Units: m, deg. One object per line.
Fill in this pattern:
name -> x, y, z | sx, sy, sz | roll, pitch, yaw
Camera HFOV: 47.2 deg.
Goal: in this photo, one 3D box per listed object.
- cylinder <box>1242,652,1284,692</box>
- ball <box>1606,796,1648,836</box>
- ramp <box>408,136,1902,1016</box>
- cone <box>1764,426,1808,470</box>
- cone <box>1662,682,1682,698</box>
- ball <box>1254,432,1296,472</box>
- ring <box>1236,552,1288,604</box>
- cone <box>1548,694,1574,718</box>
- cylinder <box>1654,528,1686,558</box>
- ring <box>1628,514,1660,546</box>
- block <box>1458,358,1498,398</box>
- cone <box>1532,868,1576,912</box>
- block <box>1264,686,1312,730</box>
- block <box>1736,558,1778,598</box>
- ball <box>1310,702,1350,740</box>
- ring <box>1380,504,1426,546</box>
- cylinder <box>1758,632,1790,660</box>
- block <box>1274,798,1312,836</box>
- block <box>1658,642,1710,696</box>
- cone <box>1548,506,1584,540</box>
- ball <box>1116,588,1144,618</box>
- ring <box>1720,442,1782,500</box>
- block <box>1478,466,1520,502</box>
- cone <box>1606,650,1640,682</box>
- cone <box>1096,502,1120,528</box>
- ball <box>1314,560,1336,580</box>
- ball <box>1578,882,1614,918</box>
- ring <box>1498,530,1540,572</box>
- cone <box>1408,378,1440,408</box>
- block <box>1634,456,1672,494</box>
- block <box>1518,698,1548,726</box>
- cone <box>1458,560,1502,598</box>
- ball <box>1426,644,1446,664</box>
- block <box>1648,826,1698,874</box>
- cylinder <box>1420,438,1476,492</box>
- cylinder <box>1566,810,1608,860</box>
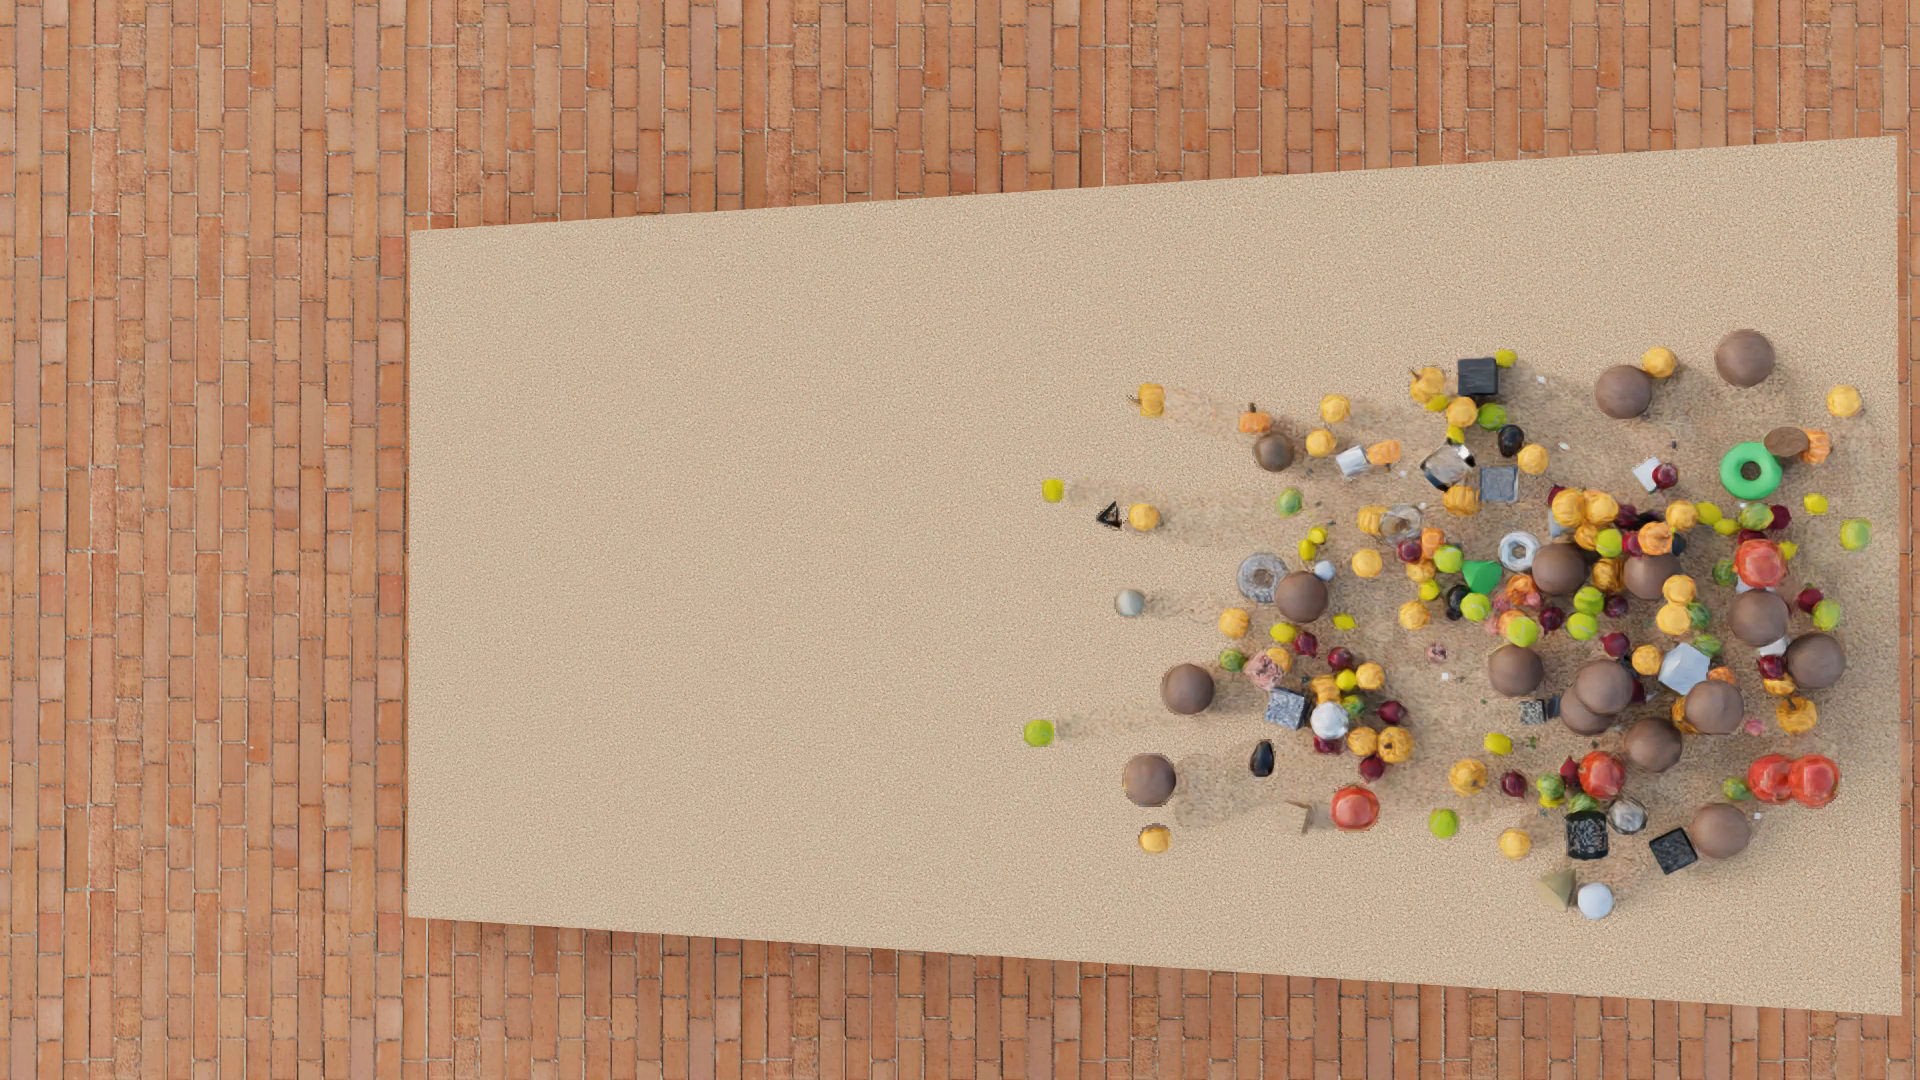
cylinder -> 0.746, 0.324, 5.403 | 0.071, 0.071, 0.071 | -45, 96, -1
ball -> 1.548, 0.641, 5.102 | 0.091, 0.091, 0.091 | 0, 89, 0
ramp -> 0.282, 0.088, 5.751 | 4.000, 0.100, 2.000 | 0, 89, 21
cone -> 1.899, -0.192, 5.051 | 0.096, 0.096, 0.096 | -23, 132, 0
cone -> 1.686, 0.324, 5.148 | 0.062, 0.062, 0.062 | -42, 89, -2
ball -> 0.782, -0.218, 5.459 | 0.100, 0.100, 0.100 | 0, 89, 0
ring -> 0.756, 0.094, 5.494 | 0.134, 0.045, 0.134 | 0, 89, 21
cone -> 1.440, 0.404, 5.240 | 0.059, 0.059, 0.059 | 16, 89, -7
cylinder -> 1.660, 0.007, 5.140 | 0.053, 0.053, 0.053 | 34, 89, -2
ring -> 1.612, -0.025, 5.182 | 0.075, 0.025, 0.075 | -2, 86, 22
block -> 1.247, -0.391, 5.294 | 0.084, 0.084, 0.084 | -3, 88, 21
cone -> 1.434, 0.812, 5.228 | 0.099, 0.099, 0.099 | -42, 89, -13
block -> 0.813, 0.417, 5.447 | 0.083, 0.083, 0.083 | 18, 96, 21
block -> 1.838, 0.088, 5.067 | 0.079, 0.079, 0.079 | 13, 94, 20
ball -> 0.898, 0.438, 5.333 | 0.094, 0.094, 0.094 | 0, 89, 0
ring -> 1.070, -0.036, 5.316 | 0.115, 0.038, 0.115 | -4, 119, -7
cylinder -> 1.873, 0.245, 5.056 | 0.060, 0.060, 0.060 | 2, 94, 31
block -> 0.827, 0.686, 5.448 | 0.067, 0.067, 0.067 | 15, 94, 20
block -> 1.677, 0.299, 5.093 | 0.075, 0.075, 0.075 | 32, 51, -5
cone -> 1.436, -0.043, 5.199 | 0.082, 0.082, 0.082 | -6, 89, 15
ball -> 0.435, 0.160, 5.600 | 0.072, 0.072, 0.072 | 0, 89, 0
ring -> 1.831, -0.160, 5.091 | 0.136, 0.045, 0.136 | 0, 91, 21
block -> 1.293, -0.134, 5.274 | 0.082, 0.082, 0.082 | 2, 90, 21
cone -> 1.566, 0.288, 5.191 | 0.075, 0.075, 0.075 | 11, 65, 0
cone -> 0.389, -0.070, 5.616 | 0.065, 0.065, 0.065 | 19, 87, 0
ball -> 0.902, 0.075, 5.436 | 0.052, 0.052, 0.052 | 0, 89, 0
ball -> 1.497, 0.849, 5.183 | 0.083, 0.083, 0.083 | 0, 89, 0
ring -> 1.343, 0.027, 5.279 | 0.100, 0.033, 0.100 | 0, 89, 20
cone -> 1.144, -0.364, 5.360 | 0.072, 0.072, 0.072 | -13, 89, -24
block -> 1.624, -0.152, 5.158 | 0.060, 0.060, 0.060 | -39, 73, 14
block -> 1.368, 0.412, 5.253 | 0.055, 0.055, 0.055 | -9, 86, 20
cone -> 1.236, 0.071, 5.313 | 0.099, 0.099, 0.099 | -47, 47, -1
ball -> 1.155, 0.277, 5.338 | 0.050, 0.050, 0.050 | 0, 89, 0
block -> 1.663, 0.724, 5.124 | 0.079, 0.079, 0.079 | -30, 79, 18
cylinder -> 1.176, -0.181, 5.303 | 0.093, 0.093, 0.093 | 45, 118, 1
cylinder -> 1.464, 0.690, 5.136 | 0.091, 0.091, 0.091 | -7, 97, 0
